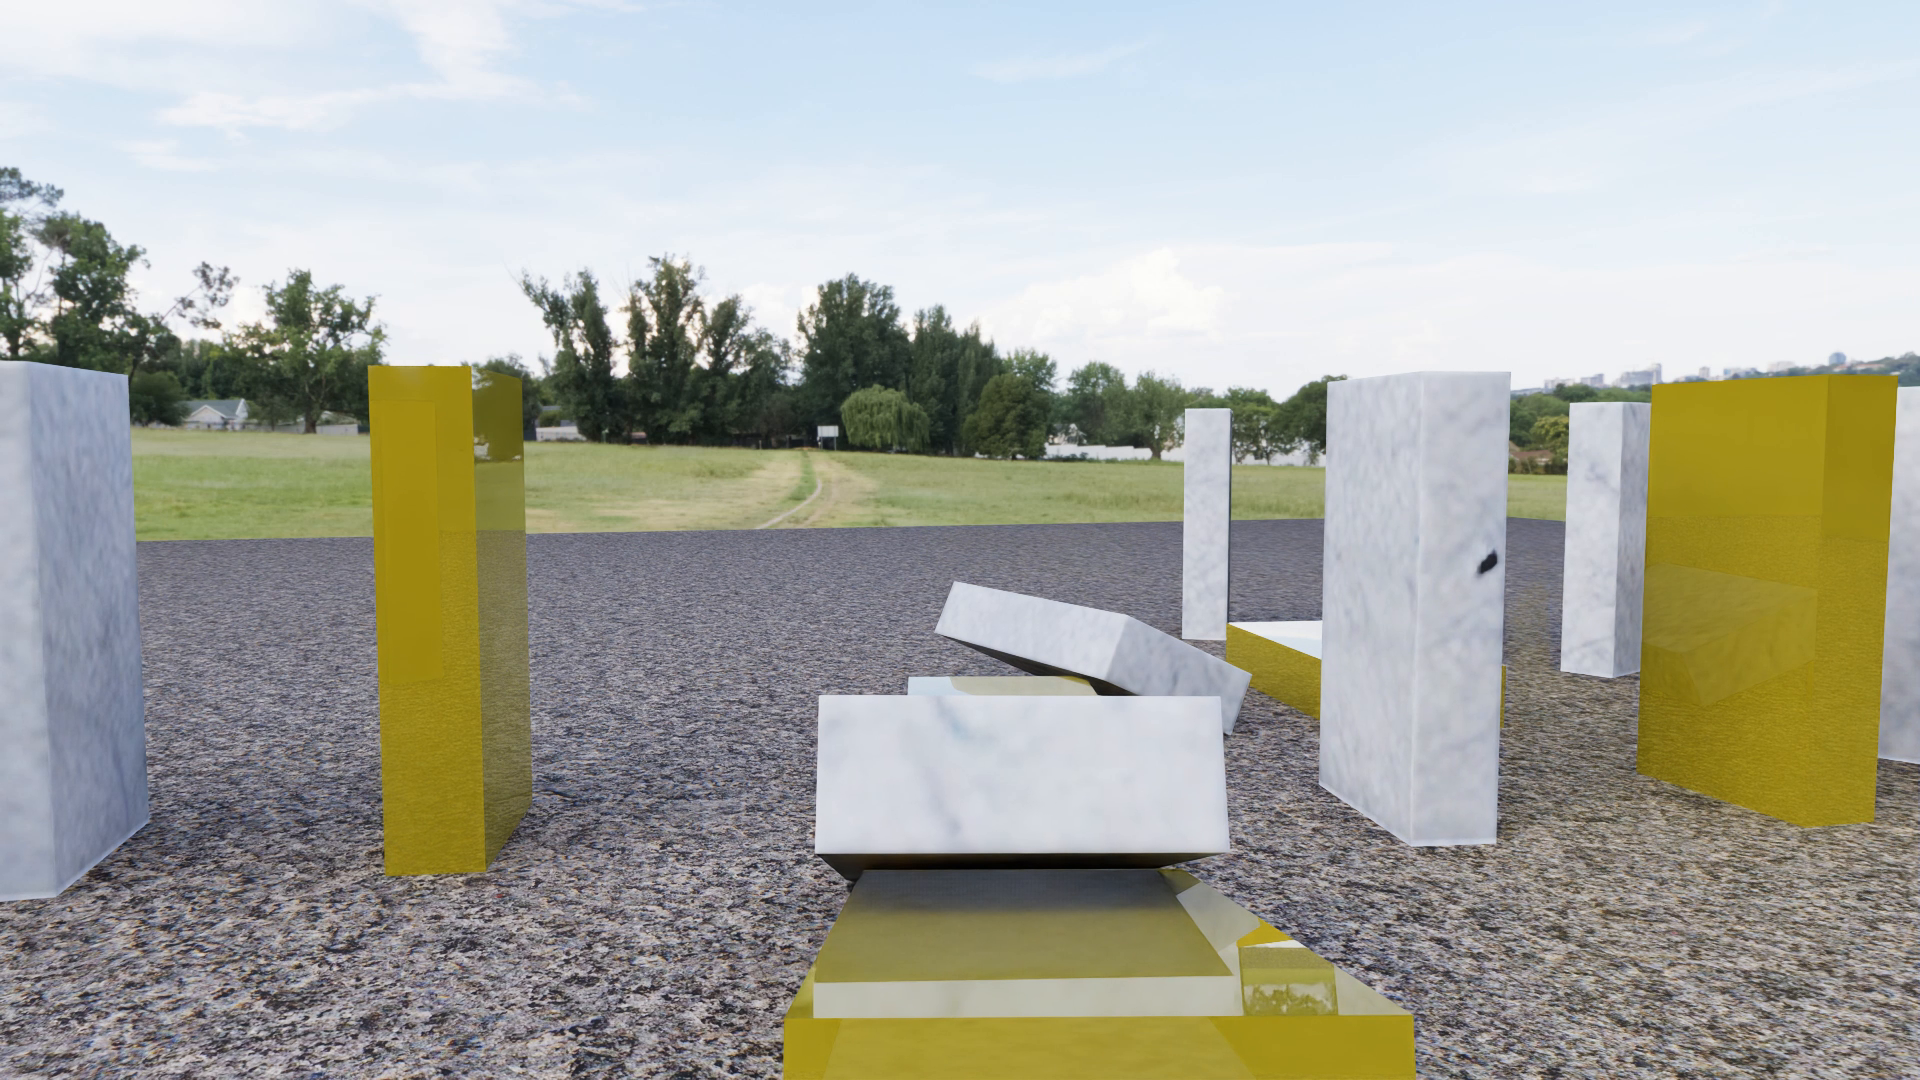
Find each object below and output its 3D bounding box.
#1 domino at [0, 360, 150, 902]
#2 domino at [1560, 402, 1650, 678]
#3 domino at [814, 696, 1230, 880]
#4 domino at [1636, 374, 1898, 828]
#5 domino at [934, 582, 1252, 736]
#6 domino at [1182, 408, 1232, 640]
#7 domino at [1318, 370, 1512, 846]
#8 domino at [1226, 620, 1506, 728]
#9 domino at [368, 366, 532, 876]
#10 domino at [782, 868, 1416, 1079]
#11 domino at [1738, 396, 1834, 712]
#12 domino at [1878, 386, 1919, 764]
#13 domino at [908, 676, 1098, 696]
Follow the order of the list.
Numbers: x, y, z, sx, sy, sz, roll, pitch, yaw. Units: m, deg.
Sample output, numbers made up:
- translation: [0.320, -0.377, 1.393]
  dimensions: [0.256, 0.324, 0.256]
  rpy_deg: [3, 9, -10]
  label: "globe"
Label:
- translation: [-0.093, 0.008, 0.130]
  dimensions: [0.010, 0.050, 0.025]
  rpy_deg: [-1, 4, -15]
  label: "domino"
- translation: [0.125, -0.001, 0.243]
  dimensions: [0.025, 0.050, 0.009]
  rpy_deg: [-3, 6, -39]
  label: "domino"
- translation: [0.003, 0.021, 0.102]
  dimensions: [0.025, 0.009, 0.050]
  rpy_deg: [0, -17, -3]
  label: "domino"
- translation: [0.095, 0.006, 0.154]
  dimensions: [0.010, 0.050, 0.025]
  rpy_deg: [-1, 4, -14]
  label: "domino"
- translation: [0.019, 0.018, 0.204]
  dimensions: [0.025, 0.009, 0.050]
  rpy_deg: [25, -8, -28]
  label: "domino"
- translation: [0.056, -0.004, 0.290]
  dimensions: [0.009, 0.050, 0.025]
  rpy_deg: [1, 4, 13]
  label: "domino"
- translation: [0.051, 0.007, 0.147]
  dimensions: [0.009, 0.050, 0.025]
  rpy_deg: [0, 4, -7]
  label: "domino"
- translation: [0.065, 0.022, 0.215]
  dimensions: [0.025, 0.010, 0.050]
  rpy_deg: [-1, 4, -9]
  label: "domino"
- translation: [-0.054, 0.007, 0.138]
  dimensions: [0.009, 0.050, 0.025]
  rpy_deg: [-1, 4, -8]
  label: "domino"
- translation: [0.005, 0.027, 0.075]
  dimensions: [0.025, 0.009, 0.050]
  rpy_deg: [0, -8, -1]
  label: "domino"
- translation: [0.143, 0.002, 0.210]
  dimensions: [0.025, 0.050, 0.009]
  rpy_deg: [-1, 4, -16]
  label: "domino"
- translation: [0.132, 0.005, 0.172]
  dimensions: [0.010, 0.050, 0.025]
  rpy_deg: [-4, 6, -41]
  label: "domino"
- translation: [0.006, 0.026, 0.158]
  dimensions: [0.025, 0.009, 0.050]
  rpy_deg: [0, 4, -2]
  label: "domino"
